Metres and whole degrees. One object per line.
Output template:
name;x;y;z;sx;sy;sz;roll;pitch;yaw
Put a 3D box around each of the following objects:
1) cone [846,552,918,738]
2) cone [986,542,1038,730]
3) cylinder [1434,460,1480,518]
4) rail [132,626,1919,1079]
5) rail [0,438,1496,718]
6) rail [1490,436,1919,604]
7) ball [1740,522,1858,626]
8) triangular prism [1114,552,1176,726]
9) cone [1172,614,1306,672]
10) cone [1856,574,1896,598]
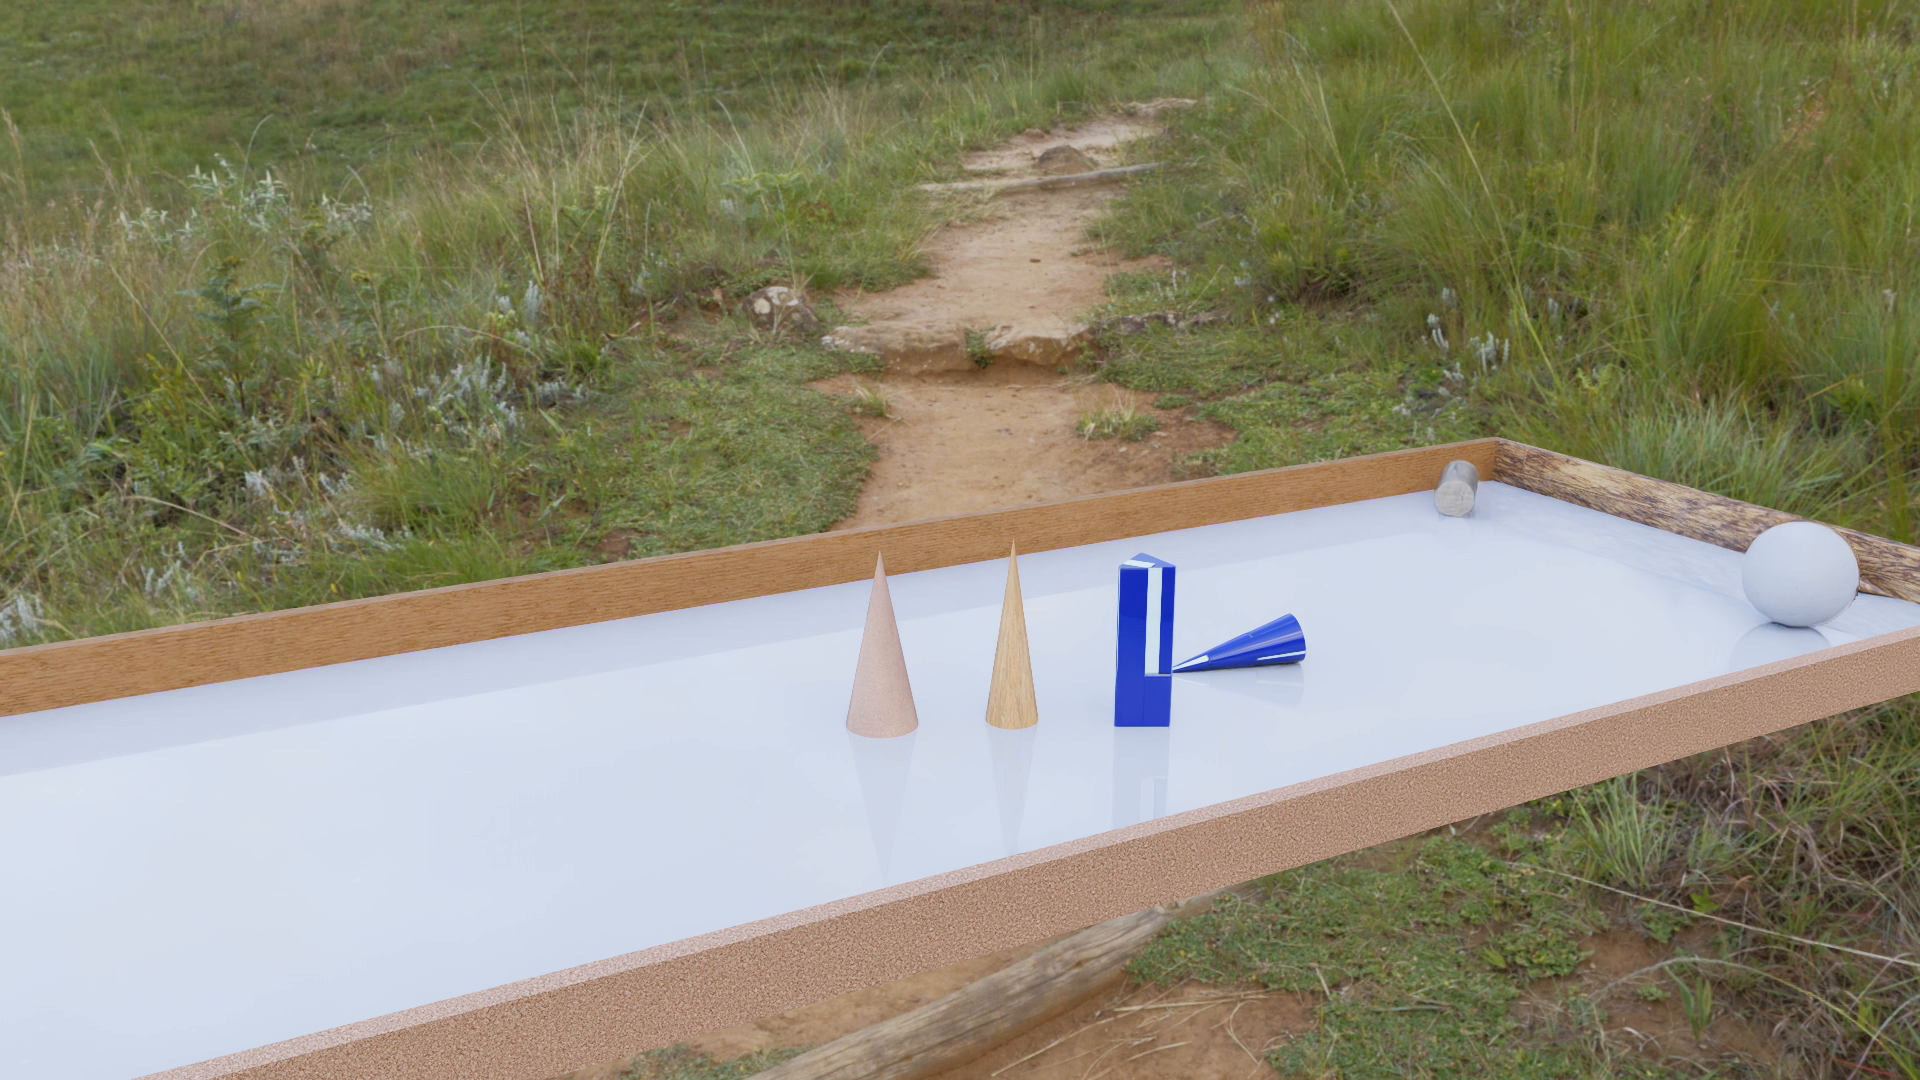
cone;-0.183;0.227;3.822;0.172;0.429;0.172;0;16;0
cone;0.123;0.209;3.847;0.126;0.449;0.126;0;16;0
cylinder;1.732;-0.181;5.742;0.129;0.129;0.309;6;17;19
rail;-2.336;1.006;1.665;12.000;0.150;0.050;-9;18;-27
rail;-3.305;0.497;3.399;12.000;0.150;0.050;-9;18;-27
rail;2.466;-0.048;5.253;0.050;0.150;2.100;-9;18;-27
ball;2.303;0.093;4.527;0.289;0.289;0.289;0;16;0
triangular prism;0.427;0.233;3.867;0.129;0.392;0.112;0;16;-1
cone;0.683;0.297;4.231;0.384;0.129;0.129;-14;19;-12
cone;2.600;0.109;4.864;0.320;0.138;0.138;28;30;34
